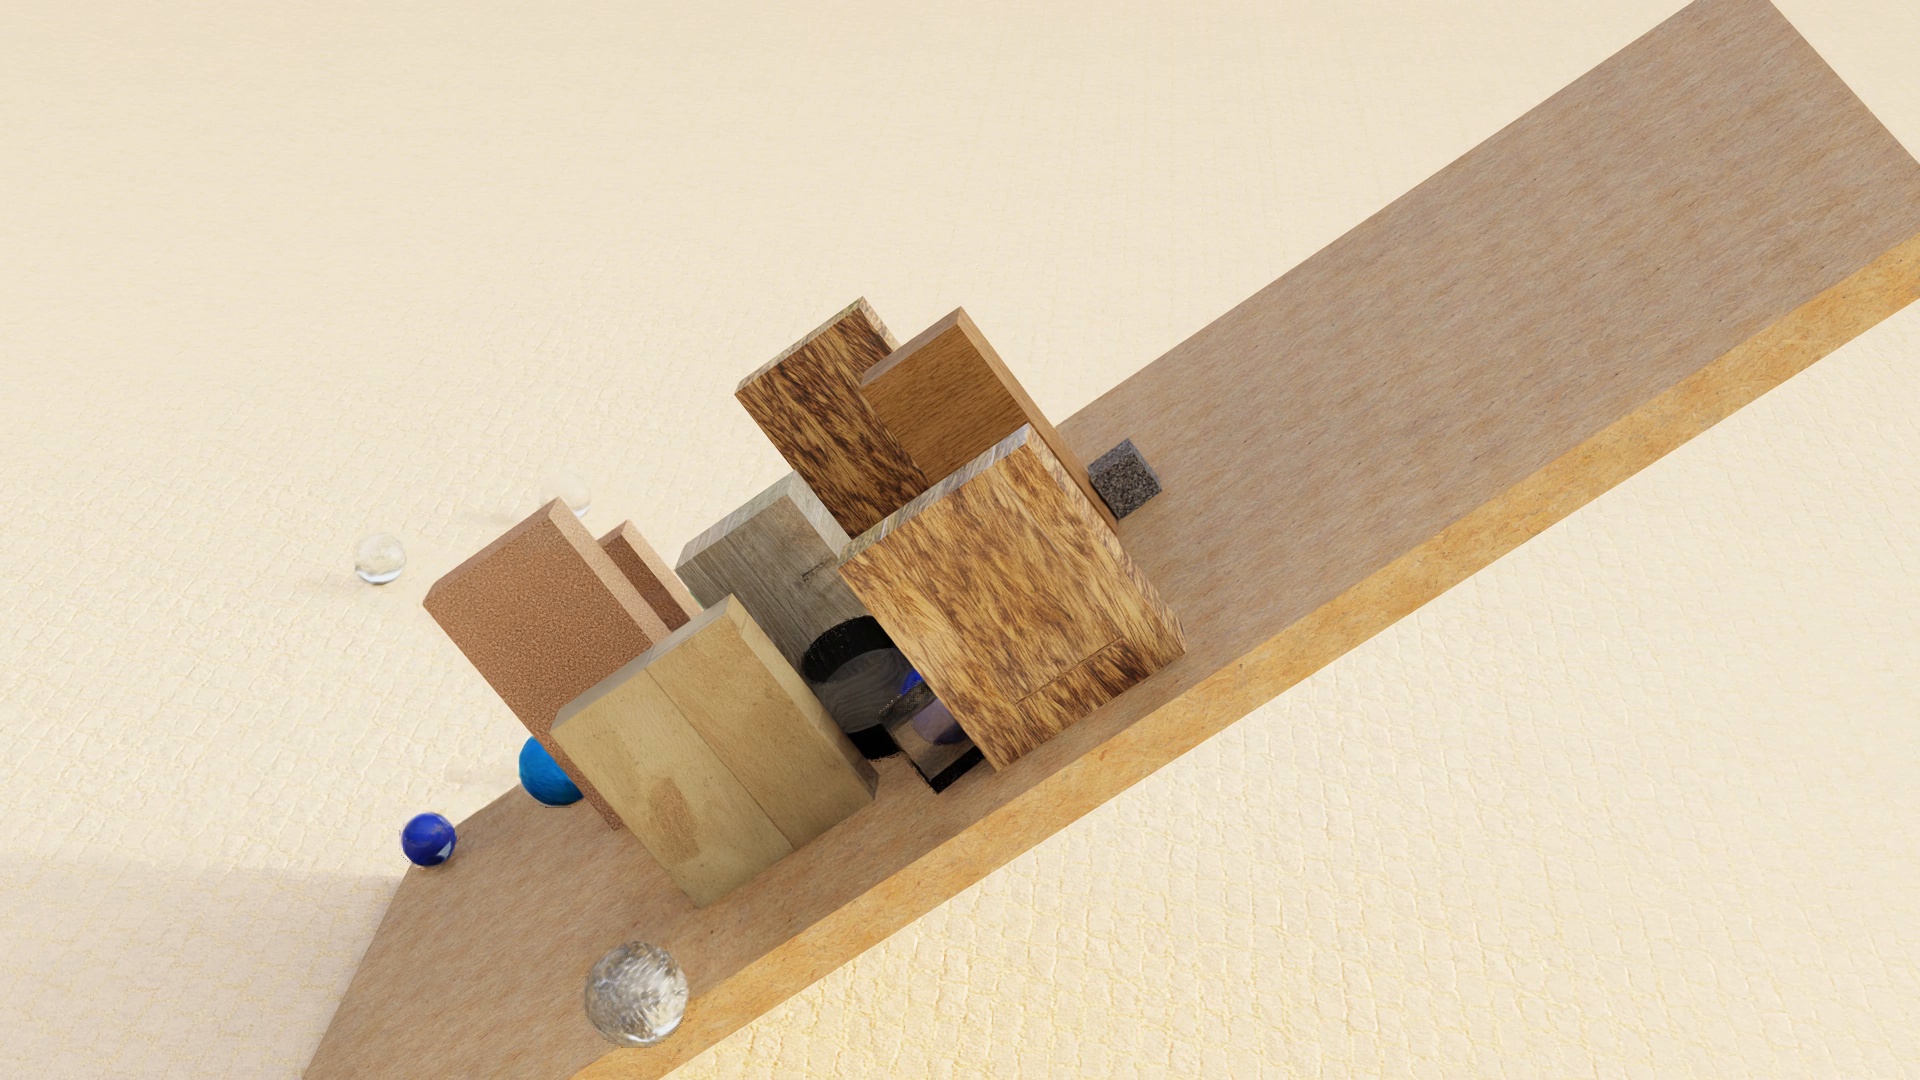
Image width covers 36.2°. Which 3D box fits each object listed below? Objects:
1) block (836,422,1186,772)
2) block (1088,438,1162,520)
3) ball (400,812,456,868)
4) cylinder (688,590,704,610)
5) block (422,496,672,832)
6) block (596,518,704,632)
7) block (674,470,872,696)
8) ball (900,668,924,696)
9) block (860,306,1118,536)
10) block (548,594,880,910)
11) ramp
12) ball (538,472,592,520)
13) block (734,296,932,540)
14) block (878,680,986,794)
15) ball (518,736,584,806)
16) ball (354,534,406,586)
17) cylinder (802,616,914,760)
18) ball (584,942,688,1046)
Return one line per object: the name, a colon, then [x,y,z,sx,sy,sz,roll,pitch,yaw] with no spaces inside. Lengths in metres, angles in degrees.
block: [0.098,0.110,5.448,0.430,0.502,0.110,-33,16,16]
block: [0.353,-0.132,6.311,0.109,0.109,0.109,-35,16,9]
ball: [-1.356,0.764,7.503,0.140,0.140,0.140,0,22,0]
cylinder: [-0.710,0.259,7.711,0.193,0.193,0.193,-41,37,-14]
block: [-0.849,0.286,6.694,0.372,0.695,0.124,-33,16,16]
block: [-0.823,0.212,7.345,0.312,0.431,0.104,-33,16,16]
block: [-0.301,0.165,6.101,0.294,0.544,0.142,-33,16,16]
ball: [-0.038,0.310,5.827,0.157,0.157,0.157,0,22,0]
block: [0.065,-0.185,6.232,0.254,0.573,0.124,-33,16,16]
block: [-0.488,0.428,5.875,0.445,0.486,0.112,-33,16,16]
ramp: [0.132,0.177,6.315,4.000,0.100,2.000,-33,16,16]
ball: [-1.360,-0.146,10.138,0.181,0.181,0.181,0,22,0]
block: [-0.171,-0.191,6.649,0.353,0.641,0.088,-33,16,16]
block: [-0.041,0.367,5.678,0.152,0.152,0.152,-38,16,0]
ball: [-0.977,0.550,7.163,0.197,0.197,0.197,0,22,0]
ball: [-1.901,0.063,9.636,0.171,0.171,0.171,0,22,0]
cylinder: [-0.182,0.297,5.937,0.207,0.207,0.207,-19,32,12]
ball: [-0.606,0.851,5.512,0.193,0.193,0.193,0,22,0]
